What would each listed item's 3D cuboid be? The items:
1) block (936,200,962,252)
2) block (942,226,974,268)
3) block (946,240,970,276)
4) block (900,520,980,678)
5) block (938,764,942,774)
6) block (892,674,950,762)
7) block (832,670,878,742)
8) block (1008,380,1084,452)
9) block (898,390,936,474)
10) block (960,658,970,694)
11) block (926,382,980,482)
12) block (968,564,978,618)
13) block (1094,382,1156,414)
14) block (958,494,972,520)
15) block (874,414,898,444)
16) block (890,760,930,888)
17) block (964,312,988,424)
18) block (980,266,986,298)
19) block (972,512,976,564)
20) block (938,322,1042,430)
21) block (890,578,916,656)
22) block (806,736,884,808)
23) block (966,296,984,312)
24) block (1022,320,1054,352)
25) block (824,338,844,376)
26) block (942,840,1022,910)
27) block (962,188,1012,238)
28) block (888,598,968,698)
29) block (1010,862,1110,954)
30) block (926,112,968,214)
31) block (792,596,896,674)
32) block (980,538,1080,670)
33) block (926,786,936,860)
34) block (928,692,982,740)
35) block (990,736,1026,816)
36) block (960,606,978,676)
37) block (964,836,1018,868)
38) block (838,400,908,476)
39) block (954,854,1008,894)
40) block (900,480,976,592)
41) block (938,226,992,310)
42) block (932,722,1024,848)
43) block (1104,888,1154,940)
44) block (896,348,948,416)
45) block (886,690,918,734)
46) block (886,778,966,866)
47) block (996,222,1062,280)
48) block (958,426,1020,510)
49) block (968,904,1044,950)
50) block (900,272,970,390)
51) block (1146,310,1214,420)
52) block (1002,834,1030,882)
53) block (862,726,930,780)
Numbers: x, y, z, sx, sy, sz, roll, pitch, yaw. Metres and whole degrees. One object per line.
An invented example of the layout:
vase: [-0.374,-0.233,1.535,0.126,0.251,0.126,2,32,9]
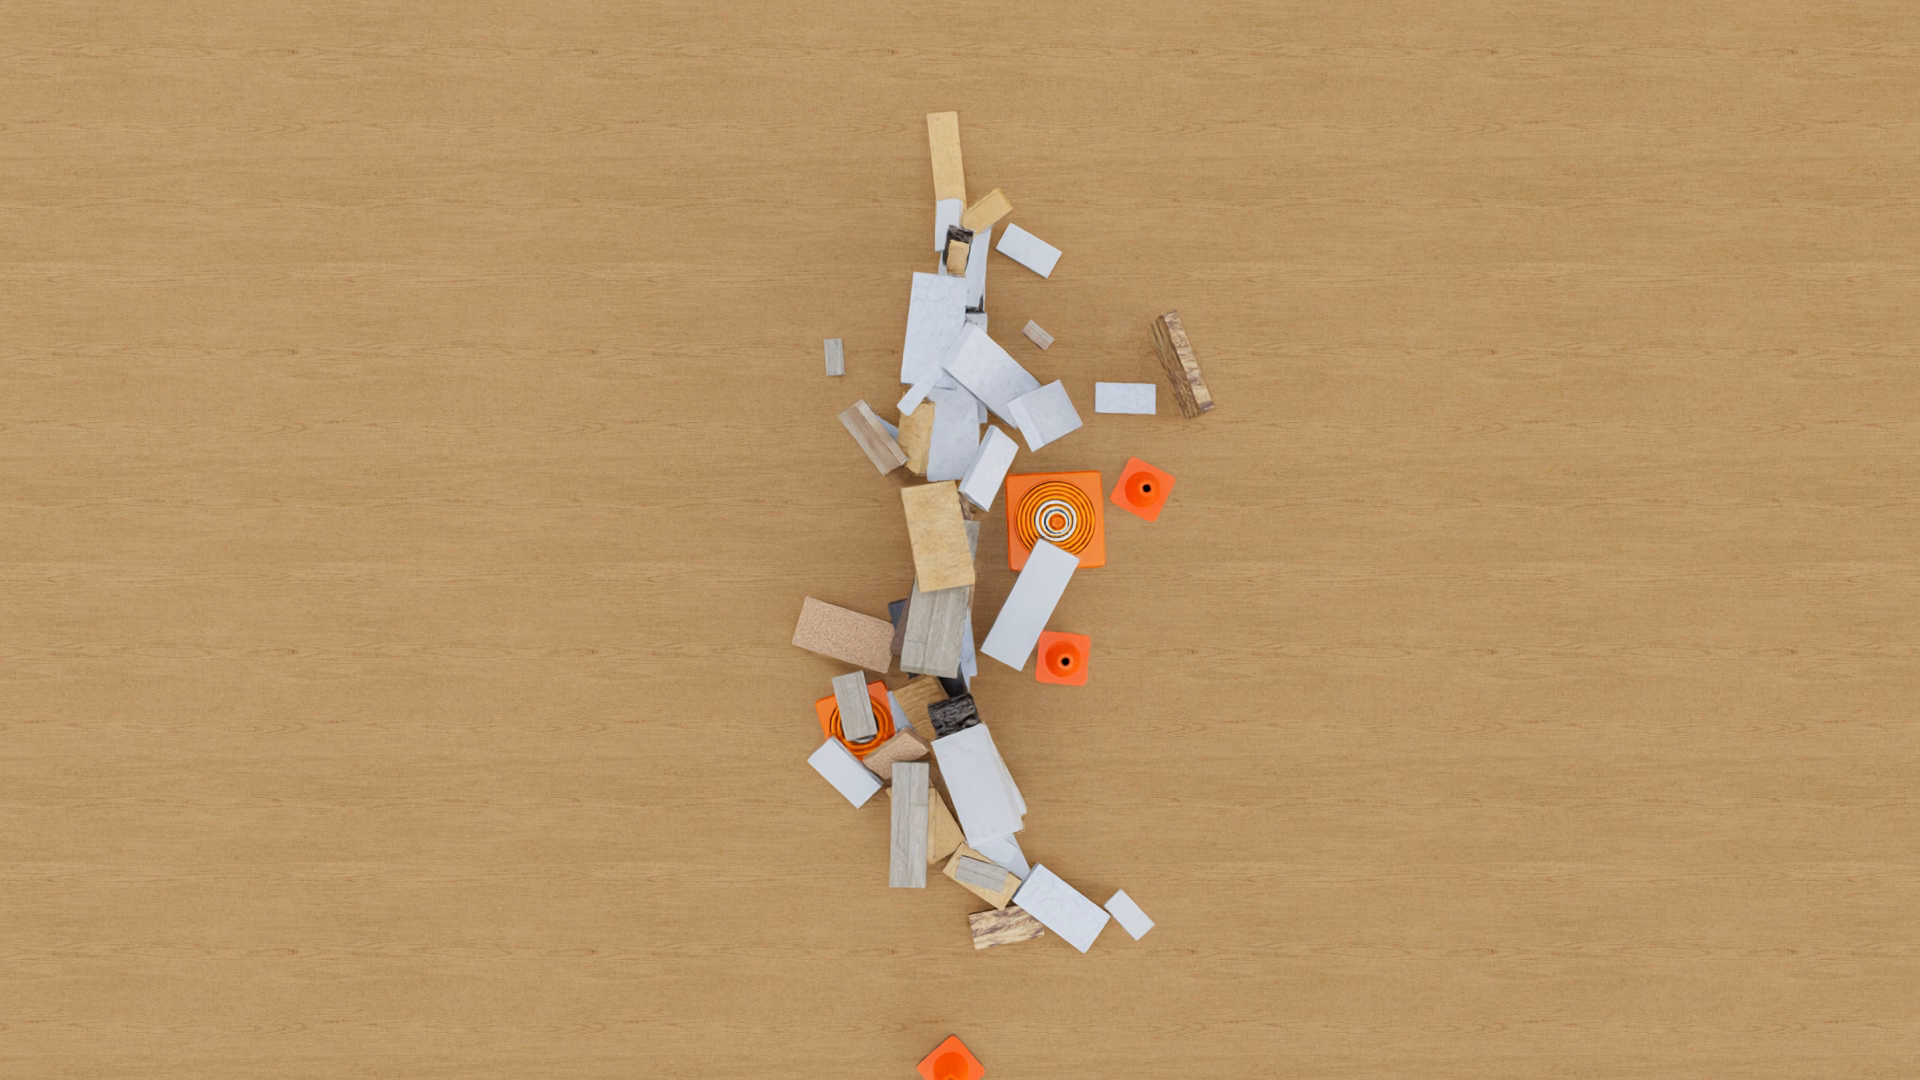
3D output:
block: [-0.037,-1.018,5.344,0.081,0.023,0.163,-1,85,25]
block: [-0.007,-0.937,5.284,0.081,0.163,0.023,15,58,1]
block: [-0.008,-0.898,5.264,0.060,0.191,0.017,15,72,0]
block: [-0.060,0.175,5.237,0.177,0.050,0.533,7,63,3]
block: [-0.054,0.719,5.493,0.052,0.015,0.104,-17,90,0]
block: [-0.085,0.575,5.378,0.146,0.041,0.292,-24,110,17]
block: [-0.346,0.546,5.437,0.106,0.030,0.212,-14,81,1]
block: [0.279,-0.405,5.338,0.048,0.342,0.171,-28,91,29]
block: [-0.146,-0.353,5.395,0.124,0.035,0.248,32,125,39]
block: [-0.004,0.459,5.449,0.072,0.020,0.144,3,115,8]
block: [-0.030,-0.375,5.414,0.179,0.051,0.358,-4,104,0]
block: [-0.014,0.183,5.441,0.115,0.033,0.230,9,109,7]
block: [0.549,-0.471,5.486,0.198,0.028,0.099,2,90,0]
block: [-0.008,-0.051,5.398,0.101,0.029,0.202,-6,90,1]
block: [-0.249,-0.362,5.491,0.121,0.017,0.060,31,90,0]
block: [-0.165,0.932,5.405,0.118,0.034,0.411,2,93,2]
block: [-0.002,-0.565,5.418,0.179,0.051,0.358,-1,104,0]
block: [0.010,-0.865,5.454,0.148,0.042,0.296,2,100,-1]
block: [0.002,0.007,5.457,0.101,0.029,0.202,1,106,0]
block: [0.104,-0.528,5.346,0.382,0.048,0.171,37,83,-42]
block: [-0.093,0.230,5.262,0.165,0.047,0.330,16,63,8]
block: [-0.380,0.767,5.457,0.233,0.033,0.117,44,106,-5]
block: [0.005,-0.655,5.449,0.148,0.042,0.296,-1,102,0]
block: [0.259,-0.681,5.493,0.103,0.015,0.051,40,90,0]
block: [-0.418,-0.608,5.491,0.060,0.017,0.121,-4,90,0]
block: [0.073,1.108,5.447,0.237,0.034,0.118,34,91,-2]
block: [0.080,-1.055,5.329,0.163,0.023,0.081,-34,88,20]
block: [-0.094,0.391,5.395,0.165,0.047,0.428,-14,100,14]
block: [0.334,1.216,5.456,0.301,0.043,0.150,37,84,-6]
block: [-0.032,-1.152,5.486,0.099,0.028,0.536,-6,90,0]
block: [-0.376,0.315,5.477,0.330,0.047,0.165,17,90,0]
block: [0.231,0.212,5.446,0.150,0.043,0.423,27,99,-1]
block: [-0.141,0.932,5.440,0.118,0.034,0.237,2,91,2]
block: [0.031,0.717,5.383,0.146,0.041,0.456,-16,114,5]
block: [0.089,0.789,5.371,0.150,0.043,0.301,-23,113,8]
block: [-0.014,0.338,5.448,0.115,0.033,0.230,-5,103,11]
block: [0.104,1.008,5.451,0.161,0.023,0.081,34,90,-3]
block: [-0.287,-0.337,5.420,0.248,0.124,0.035,53,55,-9]
block: [0.070,1.097,5.418,0.161,0.023,0.081,17,92,-2]
block: [-0.072,-0.014,5.279,0.177,0.050,0.355,-9,63,-5]
block: [0.010,-0.912,5.382,0.148,0.042,0.296,9,86,-1]
block: [0.055,0.778,5.246,0.177,0.050,0.355,-23,84,17]
block: [0.562,1.245,5.489,0.081,0.023,0.161,-44,90,0]
block: [-0.105,-0.507,5.285,0.051,0.015,0.247,40,97,-4]
block: [-0.167,0.593,5.469,0.106,0.030,0.212,-13,90,-18]
block: [-0.110,0.915,5.479,0.146,0.041,0.292,-31,90,0]
block: [0.228,-0.962,5.486,0.198,0.028,0.099,30,90,0]
block: [0.093,-0.234,5.388,0.124,0.035,0.248,40,69,-36]
block: [0.155,1.278,5.483,0.233,0.033,0.117,-11,90,0]
block: [-0.081,-0.673,5.322,0.179,0.051,0.358,7,89,1]
block: [0.722,-0.571,5.411,0.048,0.171,0.342,-22,90,-12]
block: [0.141,1.039,5.483,0.117,0.033,0.233,-26,90,0]
block: [-0.209,0.701,5.416,0.106,0.030,0.212,39,122,-23]
